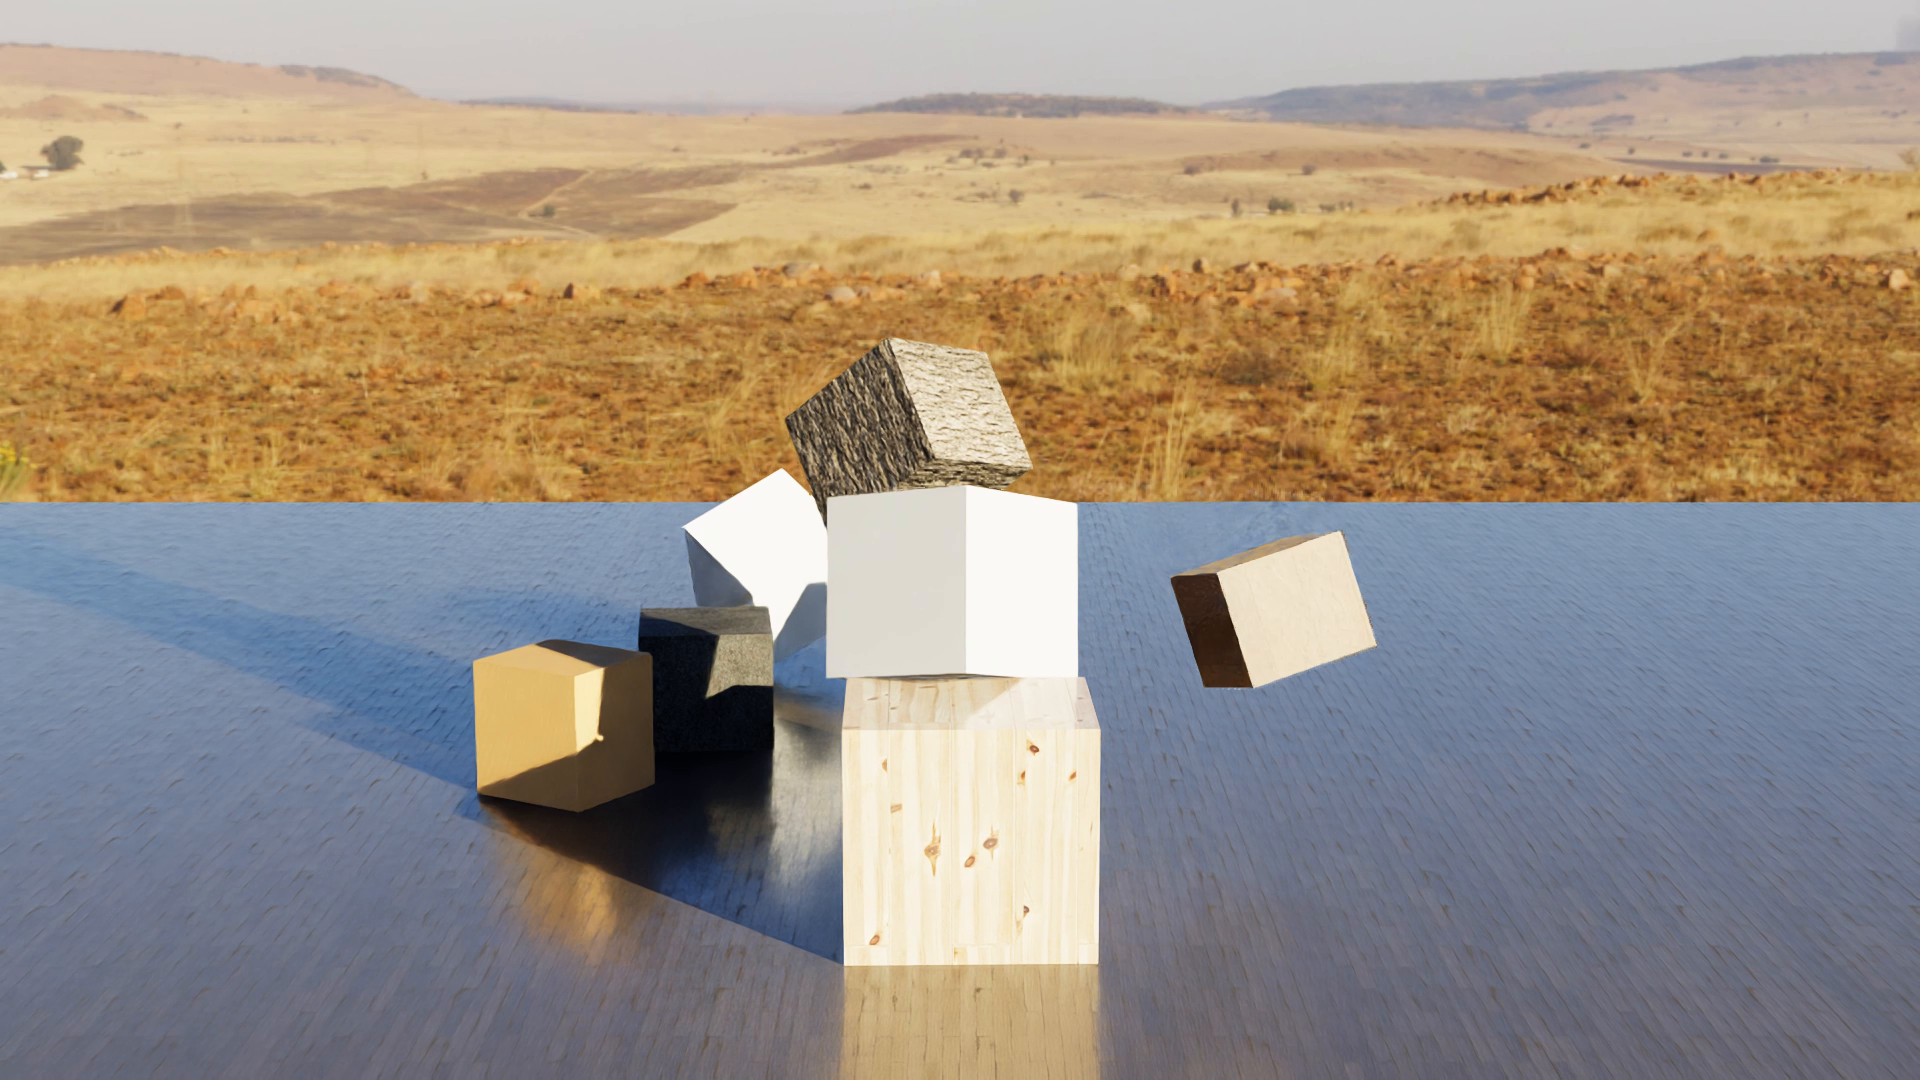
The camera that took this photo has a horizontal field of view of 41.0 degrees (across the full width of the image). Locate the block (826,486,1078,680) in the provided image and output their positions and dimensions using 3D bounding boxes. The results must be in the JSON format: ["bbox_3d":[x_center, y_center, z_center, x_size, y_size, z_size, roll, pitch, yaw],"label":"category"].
[{"bbox_3d":[-0.029,0.217,11.193,0.748,0.783,0.825,-4,-7,36],"label":"block"}]

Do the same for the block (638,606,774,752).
[{"bbox_3d":[-1.363,0.738,13.769,0.698,0.621,0.719,-1,10,-6],"label":"block"}]

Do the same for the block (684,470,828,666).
[{"bbox_3d":[-1.115,0.182,15.278,0.718,0.717,0.692,-32,55,-24],"label":"block"}]

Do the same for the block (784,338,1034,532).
[{"bbox_3d":[-0.236,-0.442,11.708,0.710,0.616,0.686,-35,-24,33],"label":"block"}]

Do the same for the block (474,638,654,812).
[{"bbox_3d":[-1.956,0.907,12.702,0.638,0.671,0.593,6,12,31],"label":"block"}]

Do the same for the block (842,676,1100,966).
[{"bbox_3d":[0.035,1.141,10.593,1.014,0.965,0.887,0,10,-1],"label":"block"}]

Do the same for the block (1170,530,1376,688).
[{"bbox_3d":[1.514,0.343,12.491,0.657,0.573,0.688,-18,2,-14],"label":"block"}]
